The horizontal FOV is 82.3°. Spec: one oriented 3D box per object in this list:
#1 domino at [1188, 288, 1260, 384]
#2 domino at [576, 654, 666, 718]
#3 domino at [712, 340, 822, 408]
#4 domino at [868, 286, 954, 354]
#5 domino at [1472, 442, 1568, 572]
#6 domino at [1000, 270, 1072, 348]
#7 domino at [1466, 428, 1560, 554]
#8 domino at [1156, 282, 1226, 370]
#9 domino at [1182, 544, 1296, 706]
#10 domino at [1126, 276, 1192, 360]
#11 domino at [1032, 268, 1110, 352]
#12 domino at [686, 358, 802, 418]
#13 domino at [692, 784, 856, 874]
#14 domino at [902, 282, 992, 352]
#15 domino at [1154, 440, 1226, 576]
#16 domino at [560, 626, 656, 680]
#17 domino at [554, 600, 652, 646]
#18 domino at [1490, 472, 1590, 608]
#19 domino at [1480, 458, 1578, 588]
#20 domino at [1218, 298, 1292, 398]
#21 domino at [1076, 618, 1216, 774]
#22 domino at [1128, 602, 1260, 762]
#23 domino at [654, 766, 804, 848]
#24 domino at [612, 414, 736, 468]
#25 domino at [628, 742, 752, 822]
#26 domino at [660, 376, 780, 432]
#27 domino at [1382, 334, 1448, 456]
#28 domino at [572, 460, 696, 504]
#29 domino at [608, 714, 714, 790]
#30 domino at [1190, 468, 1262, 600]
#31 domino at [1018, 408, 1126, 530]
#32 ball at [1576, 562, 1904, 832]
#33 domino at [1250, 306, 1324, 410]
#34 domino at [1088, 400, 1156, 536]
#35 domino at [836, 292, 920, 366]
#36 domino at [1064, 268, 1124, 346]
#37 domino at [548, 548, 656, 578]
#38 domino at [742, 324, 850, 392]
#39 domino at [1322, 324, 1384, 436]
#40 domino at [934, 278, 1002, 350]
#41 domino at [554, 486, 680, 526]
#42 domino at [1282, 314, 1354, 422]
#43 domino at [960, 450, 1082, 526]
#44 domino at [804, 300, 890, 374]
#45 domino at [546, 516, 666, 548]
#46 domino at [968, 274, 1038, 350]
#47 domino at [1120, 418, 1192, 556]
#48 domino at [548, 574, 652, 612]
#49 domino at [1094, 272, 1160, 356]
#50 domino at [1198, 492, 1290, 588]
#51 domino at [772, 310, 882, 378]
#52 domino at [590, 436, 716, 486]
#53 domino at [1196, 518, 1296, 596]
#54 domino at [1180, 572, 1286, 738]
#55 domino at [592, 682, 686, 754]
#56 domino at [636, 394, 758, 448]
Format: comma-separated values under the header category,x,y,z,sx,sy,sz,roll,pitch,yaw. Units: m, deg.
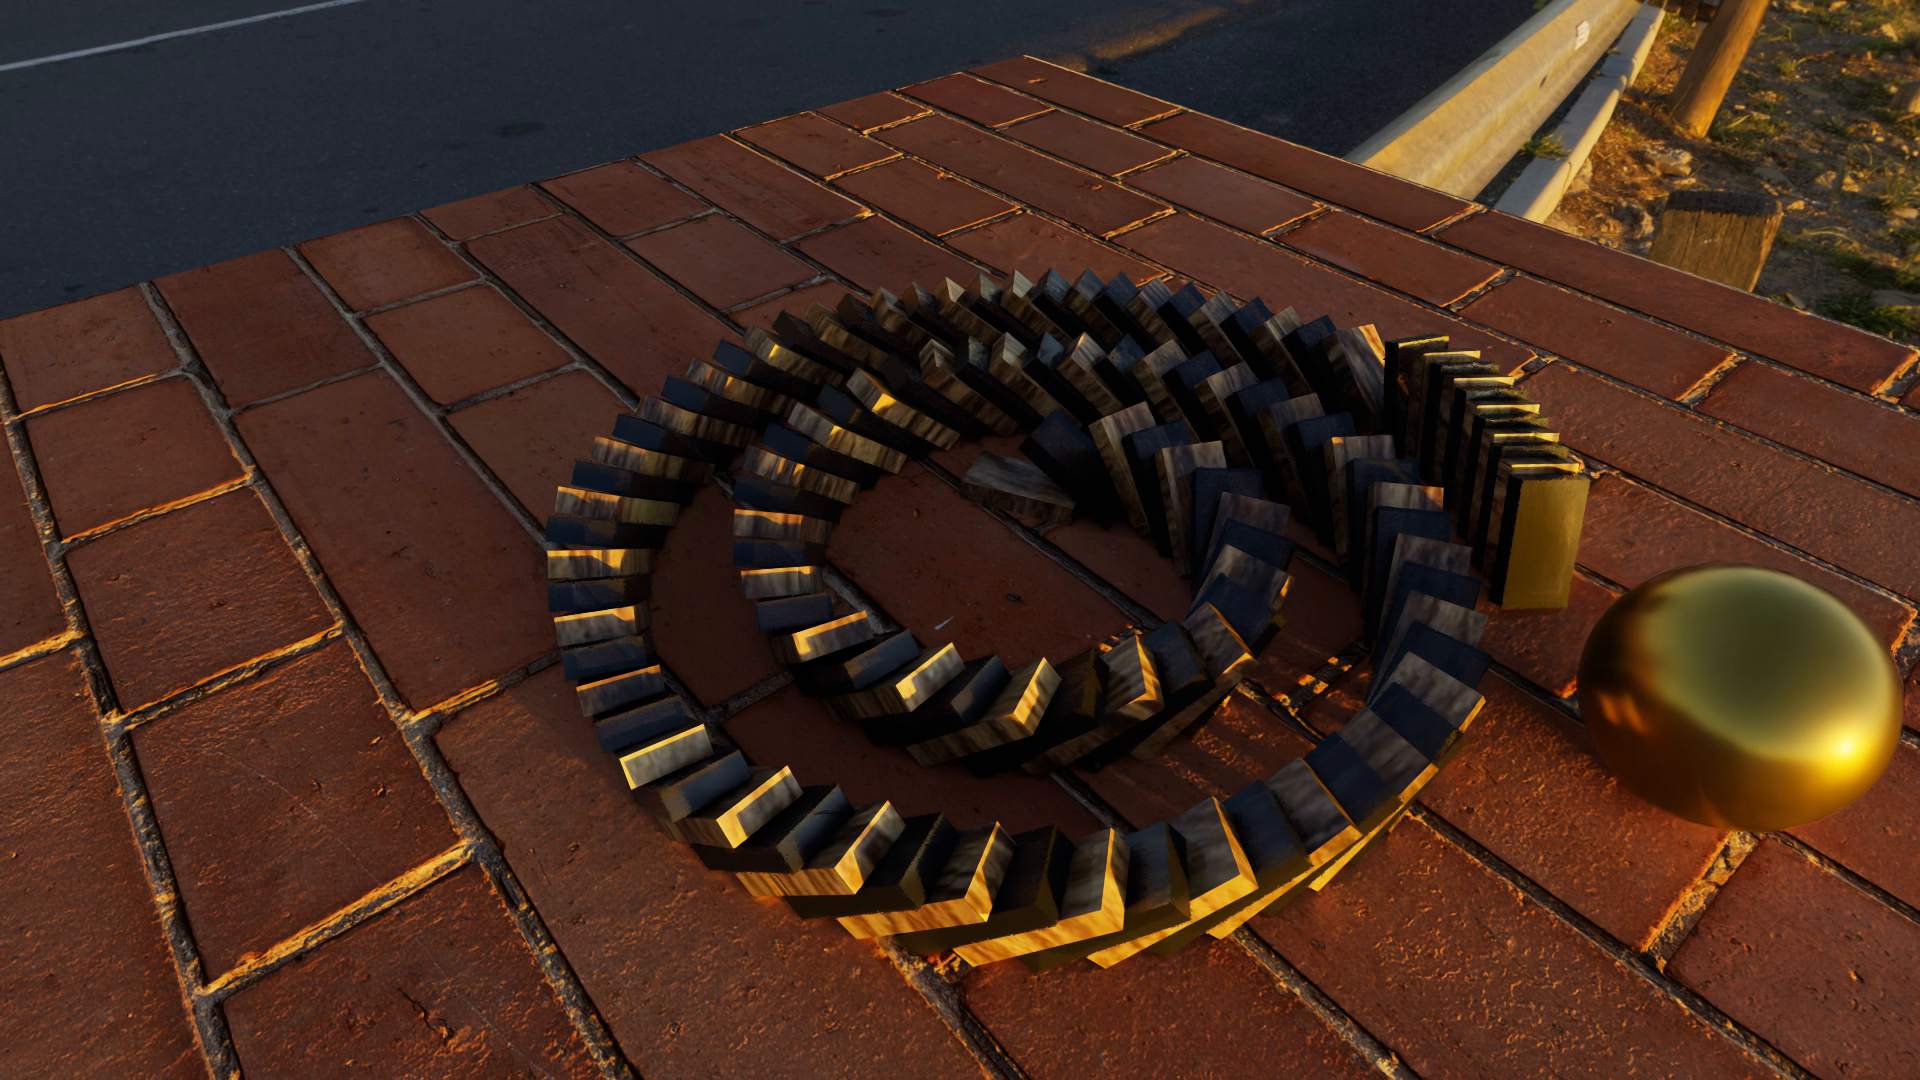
category,x,y,z,sx,sy,sz,roll,pitch,yaw
domino,0.135,-0.096,0.538,0.050,0.010,0.025,51,51,-2
domino,-0.111,0.047,0.363,0.025,0.010,0.050,-15,2,-17
domino,-0.088,-0.077,0.515,0.025,0.010,0.050,35,12,35
domino,-0.021,-0.105,0.549,0.050,0.009,0.025,26,27,-33
domino,0.217,-0.012,0.426,0.025,0.050,0.009,-1,19,-1
domino,0.043,-0.113,0.558,0.050,0.010,0.025,35,35,-21
domino,0.217,-0.019,0.434,0.025,0.050,0.010,-1,19,-1
domino,0.121,-0.101,0.544,0.050,0.009,0.025,49,49,-4
domino,0.092,0.029,0.382,0.025,0.010,0.050,29,91,31
domino,0.107,-0.106,0.549,0.050,0.010,0.025,47,47,-6
domino,0.060,-0.113,0.558,0.050,0.010,0.025,38,38,-17
domino,-0.098,-0.069,0.505,0.025,0.009,0.050,30,9,31
domino,-0.055,0.084,0.318,0.050,0.009,0.025,-18,18,48
domino,-0.005,-0.108,0.552,0.050,0.010,0.025,27,28,-30
domino,0.094,-0.012,0.433,0.025,0.010,0.050,-8,84,-10
domino,-0.119,0.038,0.374,0.025,0.009,0.050,-11,2,-13
domino,-0.124,0.028,0.386,0.025,0.009,0.050,-8,1,-10
domino,0.216,0.000,0.411,0.025,0.050,0.009,-1,19,-1
domino,0.216,-0.006,0.418,0.025,0.050,0.009,-1,19,-1
domino,0.149,-0.091,0.531,0.025,0.010,0.050,-36,90,-35
domino,0.056,0.051,0.357,0.050,0.009,0.025,-40,36,19
domino,0.071,0.047,0.361,0.050,0.009,0.025,-45,41,15
domino,-0.069,0.078,0.325,0.025,0.009,0.050,-35,10,-35
domino,-0.122,-0.042,0.472,0.025,0.010,0.050,19,4,22
domino,-0.083,0.072,0.332,0.025,0.009,0.050,-26,6,-28
domino,-0.107,-0.060,0.494,0.025,0.009,0.050,25,7,27
domino,0.203,-0.065,0.490,0.025,0.050,0.009,-11,19,-13
domino,-0.132,-0.023,0.448,0.025,0.010,0.050,12,1,15
domino,-0.094,0.064,0.341,0.025,0.009,0.050,-21,4,-23
domino,0.102,-0.002,0.421,0.025,0.010,0.050,2,82,2
domino,0.051,-0.030,0.460,0.050,0.009,0.025,43,47,1
ball,0.232,0.046,0.331,0.080,0.080,0.080,0,39,0
domino,0.162,-0.084,0.524,0.025,0.009,0.050,-33,88,-34
domino,0.075,-0.030,0.454,0.025,0.010,0.050,-24,90,-28
domino,-0.036,-0.102,0.544,0.050,0.009,0.025,25,25,-35
domino,0.076,-0.112,0.557,0.050,0.009,0.025,42,42,-11
domino,-0.132,0.008,0.410,0.025,0.009,0.050,-1,0,-2
domino,-0.077,-0.085,0.524,0.050,0.010,0.025,19,18,-47
domino,0.189,-0.074,0.509,0.025,0.010,0.050,-14,78,-26
domino,0.011,-0.110,0.555,0.050,0.010,0.025,29,30,-27
domino,-0.135,-0.013,0.436,0.025,0.010,0.050,9,1,12
domino,0.175,-0.079,0.516,0.025,0.010,0.050,-26,84,-31
domino,0.028,-0.023,0.471,0.050,0.010,0.025,15,42,17
domino,-0.050,-0.097,0.539,0.050,0.010,0.025,23,23,-38
domino,-0.135,-0.003,0.423,0.025,0.010,0.050,5,0,7
domino,0.027,-0.112,0.557,0.050,0.010,0.025,31,32,-24
domino,0.085,-0.021,0.444,0.025,0.010,0.050,-17,86,-19
domino,-0.129,0.019,0.398,0.025,0.010,0.050,-4,1,-5
domino,0.091,-0.109,0.554,0.050,0.010,0.025,44,44,-9
domino,0.104,0.009,0.407,0.025,0.009,0.050,14,83,16
domino,-0.064,-0.092,0.532,0.050,0.010,0.025,21,21,-42
domino,-0.127,-0.033,0.460,0.025,0.009,0.050,16,3,19
domino,0.099,0.020,0.395,0.025,0.010,0.050,21,85,24
domino,0.083,0.039,0.370,0.050,0.009,0.025,-54,50,7
domino,-0.103,0.056,0.352,0.025,0.009,0.050,-18,3,-19
domino,-0.115,-0.052,0.483,0.025,0.010,0.050,23,5,25
